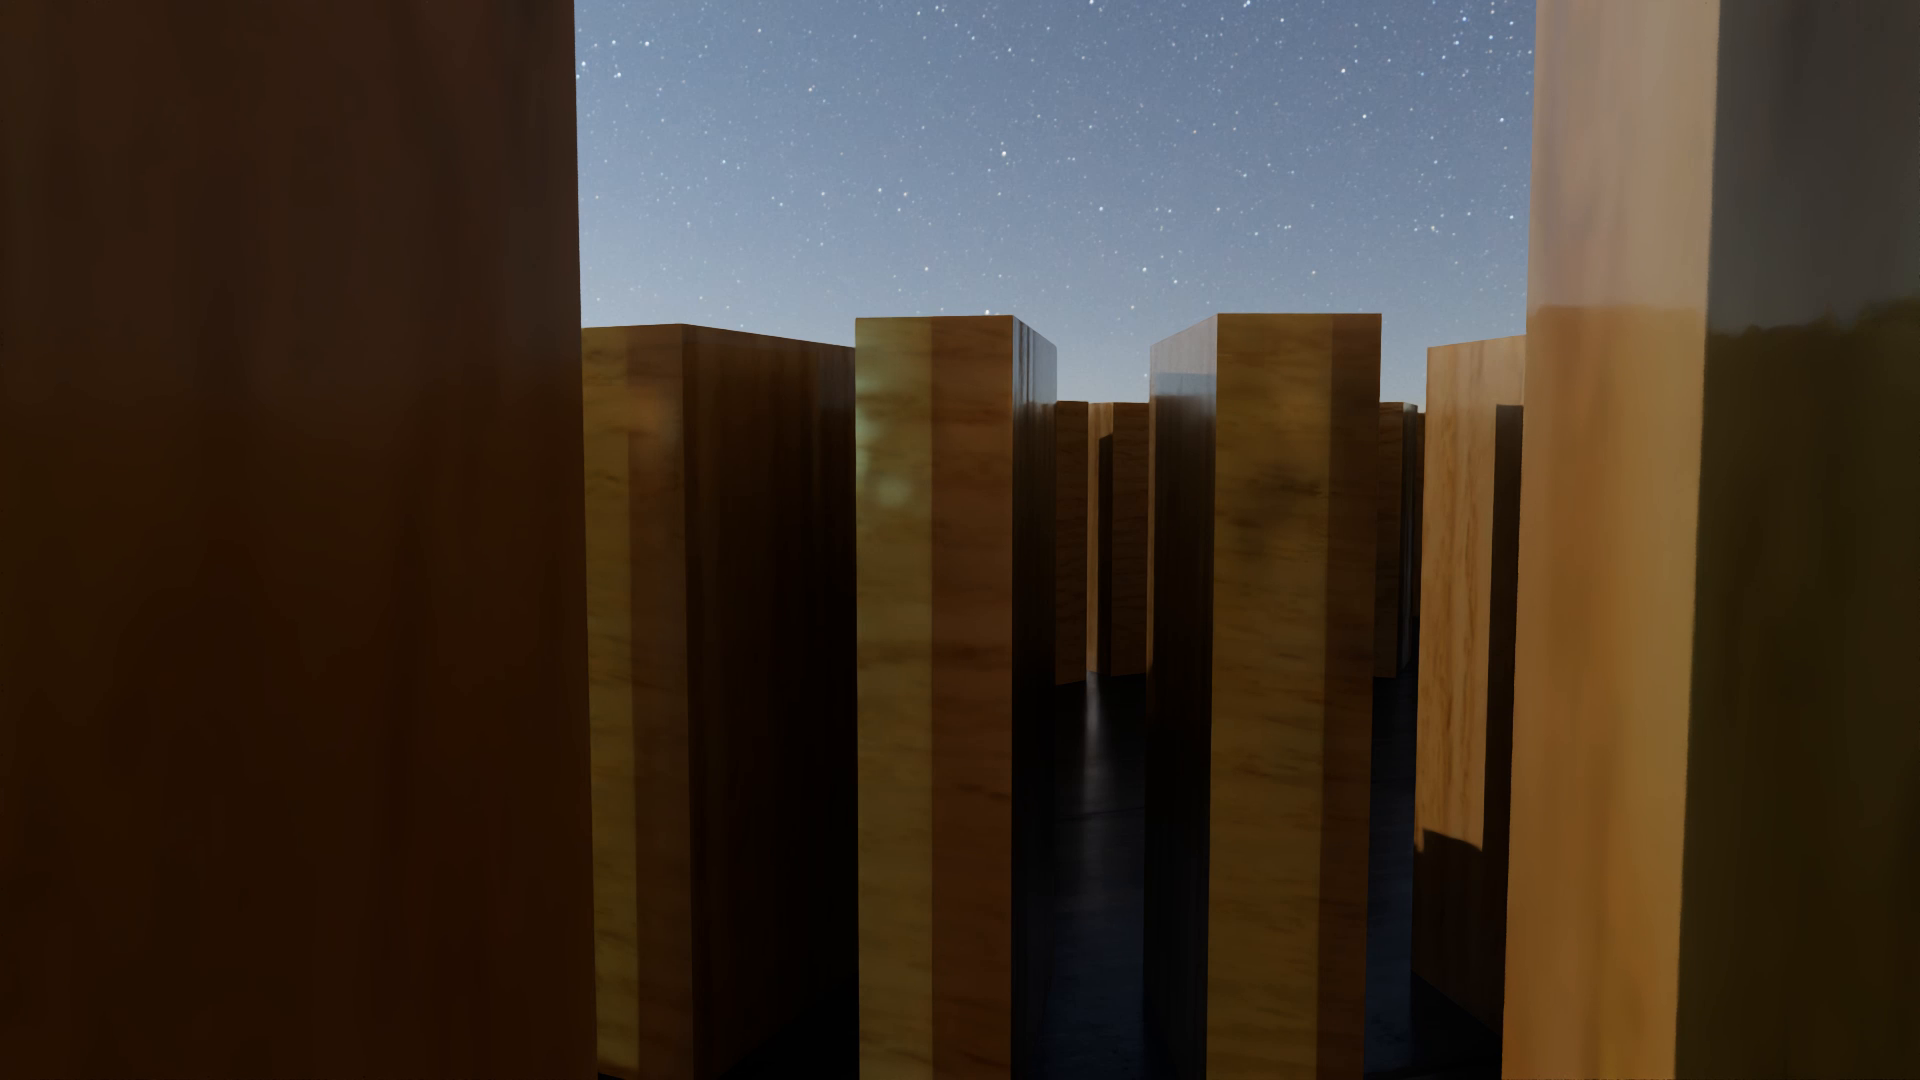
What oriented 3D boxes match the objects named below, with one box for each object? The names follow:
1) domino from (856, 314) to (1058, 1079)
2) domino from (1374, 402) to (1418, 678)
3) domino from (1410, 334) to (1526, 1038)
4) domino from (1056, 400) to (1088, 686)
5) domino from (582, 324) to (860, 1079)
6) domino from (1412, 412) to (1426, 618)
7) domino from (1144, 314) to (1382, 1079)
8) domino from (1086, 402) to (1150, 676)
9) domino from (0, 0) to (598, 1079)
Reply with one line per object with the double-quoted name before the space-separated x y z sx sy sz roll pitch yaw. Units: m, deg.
"domino" 0.001 0.011 0.090 0.010 0.050 0.025 1 4 10
"domino" 0.080 -0.001 0.245 0.009 0.050 0.025 2 5 25
"domino" 0.044 0.011 0.091 0.009 0.050 0.025 -1 4 -11
"domino" 0.011 0.000 0.236 0.010 0.050 0.025 -4 6 -43
"domino" -0.017 0.010 0.095 0.010 0.050 0.025 2 5 24
"domino" 0.118 -0.007 0.324 0.009 0.050 0.025 2 5 24
"domino" 0.019 0.011 0.088 0.009 0.050 0.025 0 4 0
"domino" 0.026 -0.001 0.246 0.010 0.050 0.025 -2 5 -28
"domino" -0.011 0.017 0.002 0.010 0.050 0.025 1 4 12
